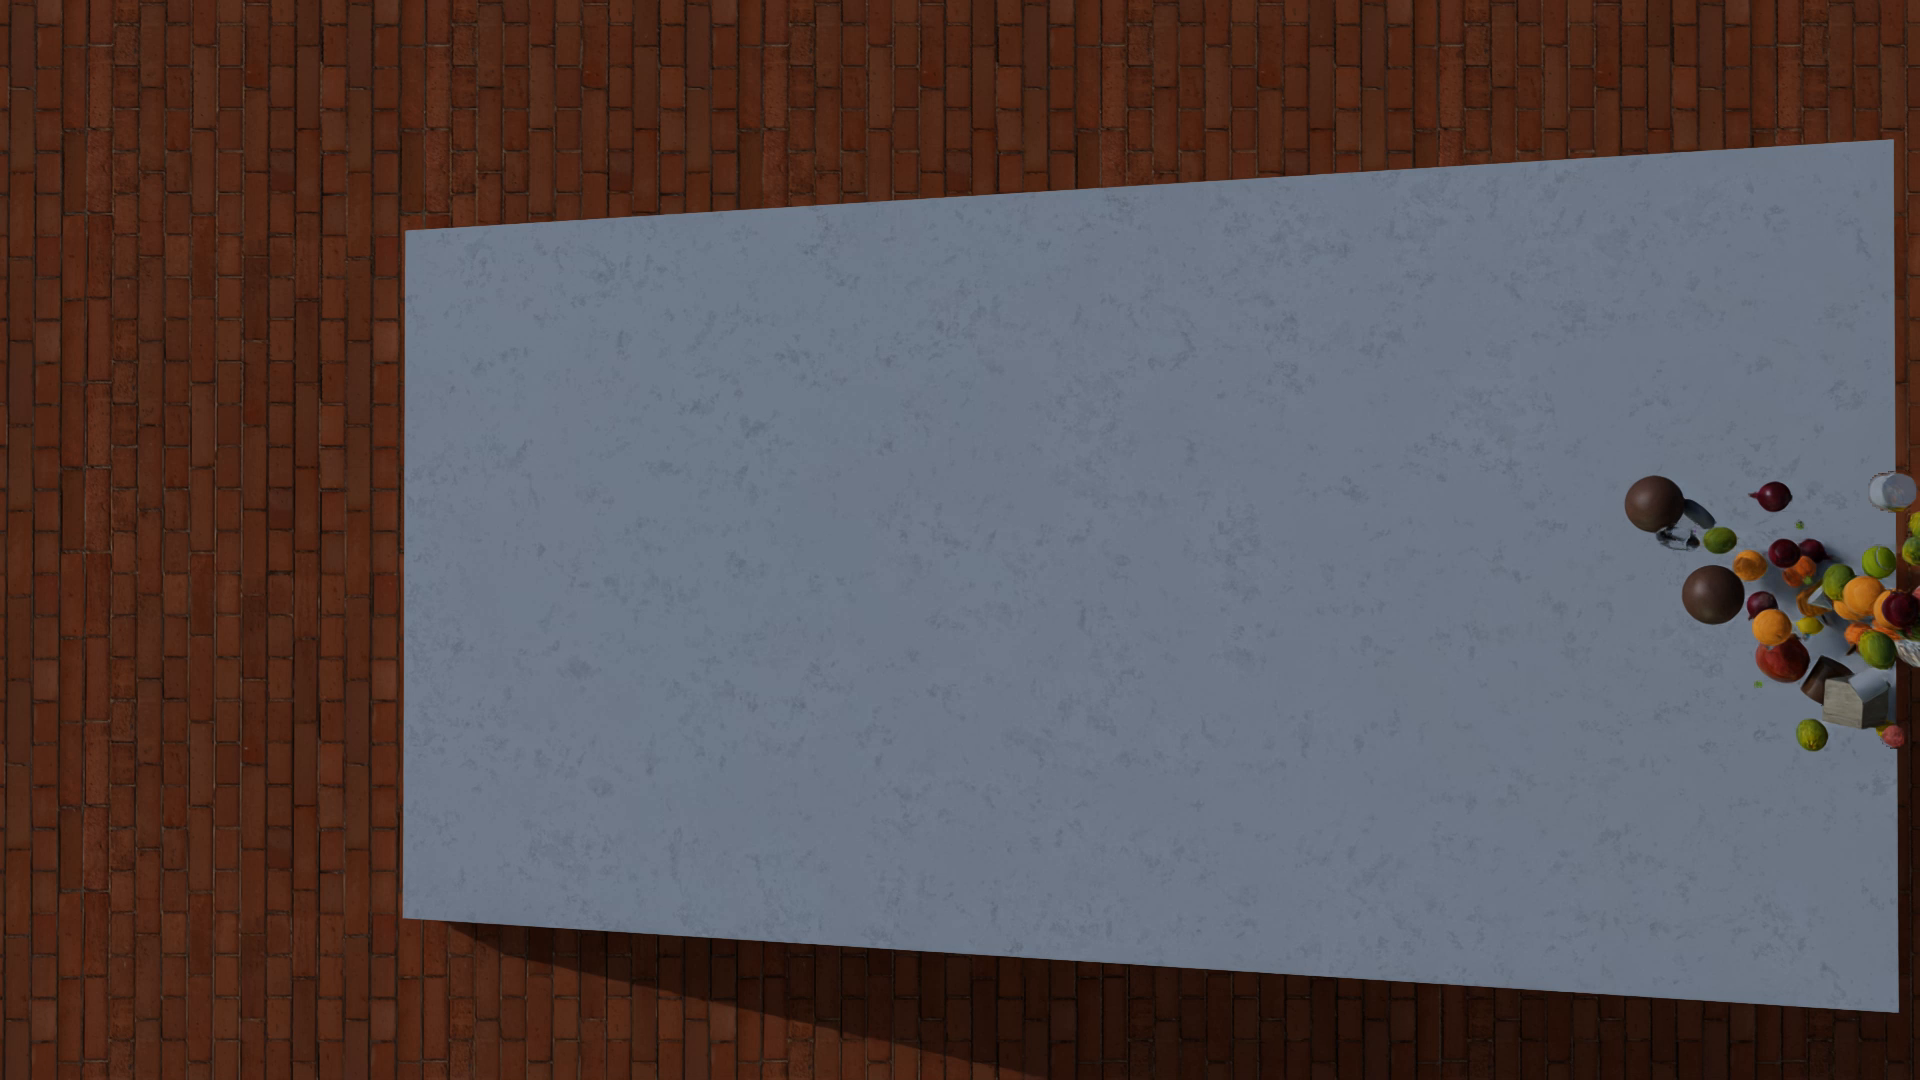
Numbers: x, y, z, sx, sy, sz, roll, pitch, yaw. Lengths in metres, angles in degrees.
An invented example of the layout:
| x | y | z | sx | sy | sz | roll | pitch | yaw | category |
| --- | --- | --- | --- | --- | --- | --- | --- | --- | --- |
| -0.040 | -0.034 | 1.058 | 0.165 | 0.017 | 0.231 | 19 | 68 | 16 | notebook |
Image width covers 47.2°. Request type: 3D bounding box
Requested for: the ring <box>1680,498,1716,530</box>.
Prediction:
| x | y | z | sx | sy | sz | roll | pitch | yaw | category |
| --- | --- | --- | --- | --- | --- | --- | --- | --- | --- |
| 1.672 | -0.059 | 4.987 | 0.092 | 0.092 | 0.031 | 41 | 95 | 0 | ring |

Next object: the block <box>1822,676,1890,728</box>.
| x | y | z | sx | sy | sz | roll | pitch | yaw | category |
| --- | --- | --- | --- | --- | --- | --- | --- | --- | --- |
| 1.936 | 0.350 | 4.752 | 0.093 | 0.093 | 0.093 | -3 | 98 | -35 | block |

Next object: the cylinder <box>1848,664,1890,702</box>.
| x | y | z | sx | sy | sz | roll | pitch | yaw | category |
| --- | --- | --- | --- | --- | --- | --- | --- | --- | --- |
| 1.850 | 0.293 | 4.477 | 0.057 | 0.057 | 0.057 | -34 | 89 | 15 | cylinder |

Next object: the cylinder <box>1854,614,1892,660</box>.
| x | y | z | sx | sy | sz | roll | pitch | yaw | category |
| --- | --- | --- | --- | --- | --- | --- | --- | --- | --- |
| 2.038 | 0.214 | 4.864 | 0.085 | 0.085 | 0.085 | 10 | 105 | 41 | cylinder |

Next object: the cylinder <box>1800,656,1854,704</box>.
| x | y | z | sx | sy | sz | roll | pitch | yaw | category |
| --- | --- | --- | --- | --- | --- | --- | --- | --- | --- |
| 1.937 | 0.317 | 4.910 | 0.083 | 0.083 | 0.083 | 24 | 111 | 0 | cylinder |

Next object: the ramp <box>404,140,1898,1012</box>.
| x | y | z | sx | sy | sz | roll | pitch | yaw | category |
| --- | --- | --- | --- | --- | --- | --- | --- | --- | --- |
| 0.280 | 0.090 | 5.763 | 4.000 | 0.100 | 2.000 | 0 | 89 | 20 | ramp |

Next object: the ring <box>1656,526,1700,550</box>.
| x | y | z | sx | sy | sz | roll | pitch | yaw | category |
| --- | --- | --- | --- | --- | --- | --- | --- | --- | --- |
| 1.600 | -0.003 | 4.898 | 0.097 | 0.097 | 0.032 | 18 | 78 | 0 | ring |

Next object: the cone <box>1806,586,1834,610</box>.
| x | y | z | sx | sy | sz | roll | pitch | yaw | category |
| --- | --- | --- | --- | --- | --- | --- | --- | --- | --- |
| 1.841 | 0.133 | 4.675 | 0.054 | 0.054 | 0.054 | 41 | 89 | 3 | cone |

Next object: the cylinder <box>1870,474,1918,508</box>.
| x | y | z | sx | sy | sz | roll | pitch | yaw | category |
| --- | --- | --- | --- | --- | --- | --- | --- | --- | --- |
| 1.614 | -0.084 | 3.803 | 0.060 | 0.060 | 0.060 | 0 | 89 | 4 | cylinder |
